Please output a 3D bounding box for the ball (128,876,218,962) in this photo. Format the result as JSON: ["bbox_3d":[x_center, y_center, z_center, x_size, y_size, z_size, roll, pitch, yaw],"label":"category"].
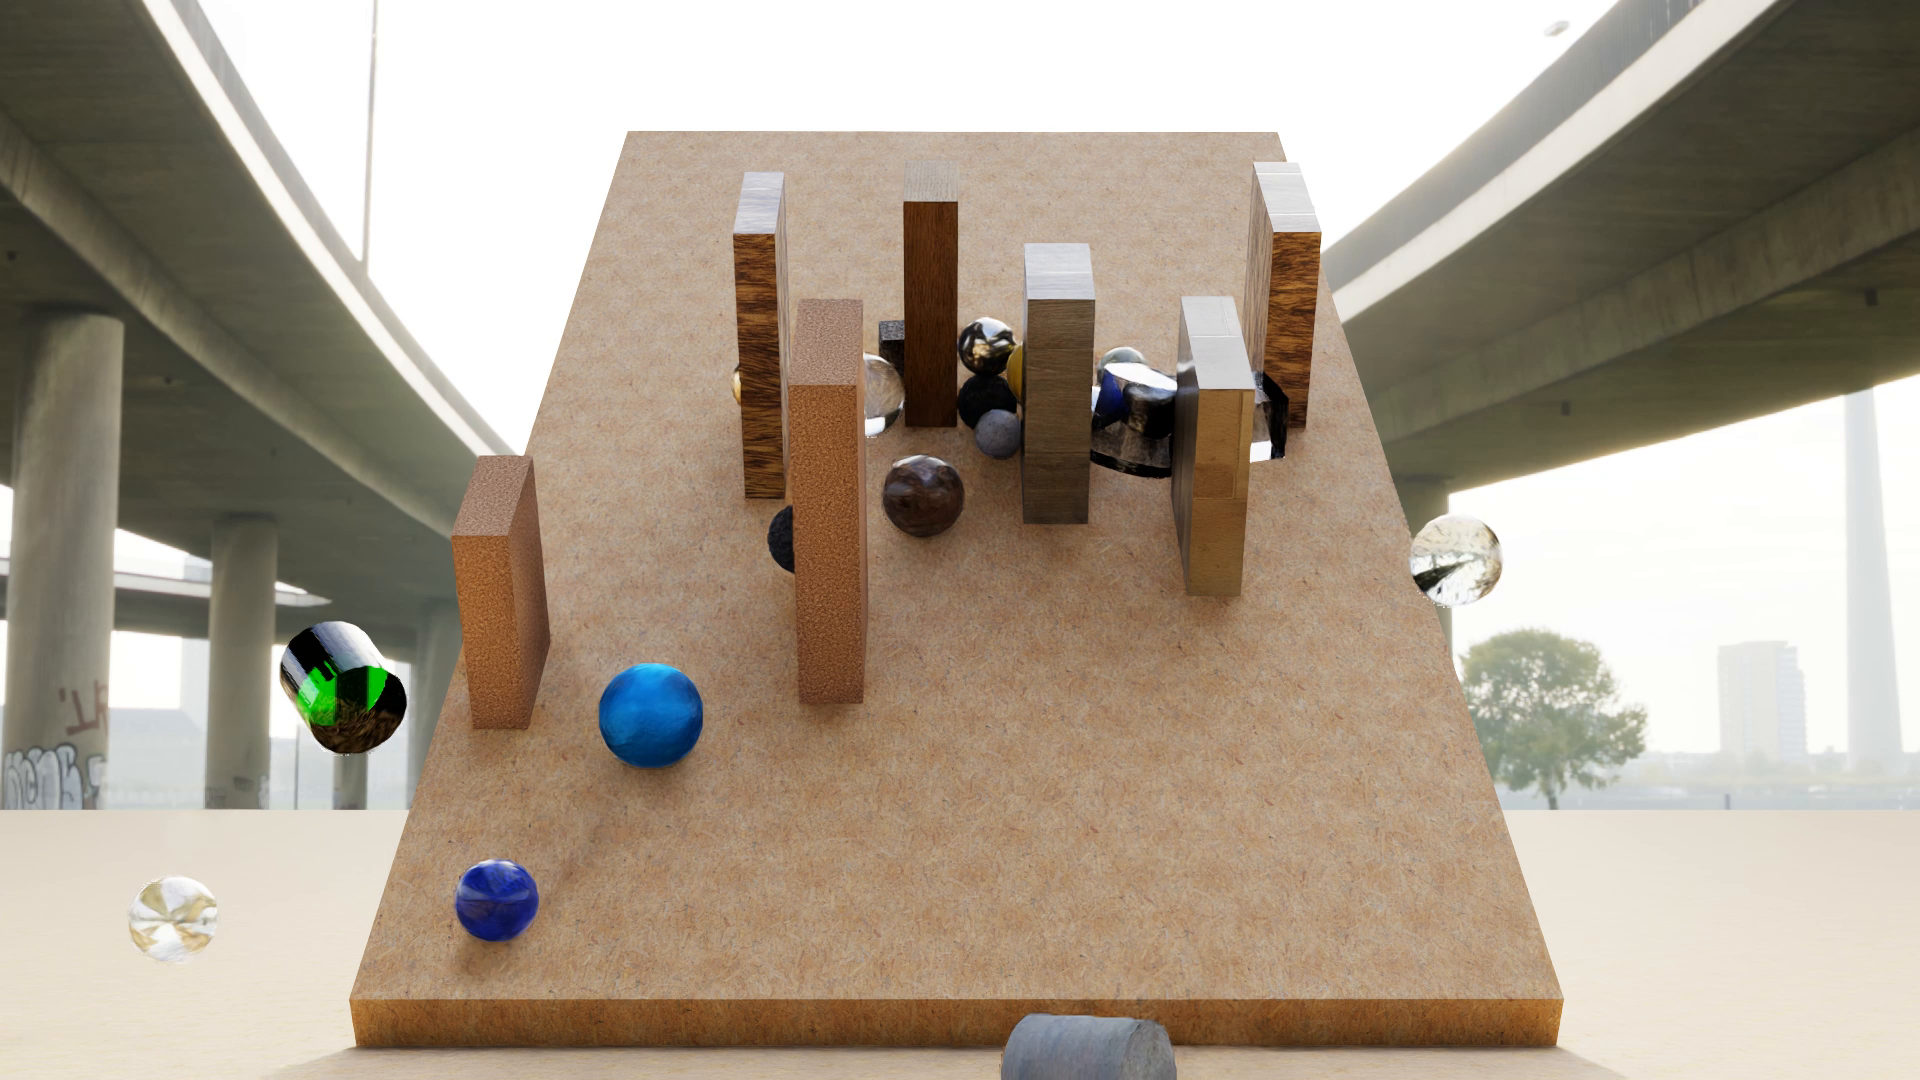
[{"bbox_3d":[-1.577,0.760,4.851,0.172,0.172,0.172,0,-6,0],"label":"ball"}]

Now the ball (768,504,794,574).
[{"bbox_3d":[-0.327,-0.003,5.055,0.150,0.150,0.150,0,-6,0],"label":"ball"}]

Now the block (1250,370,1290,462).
[{"bbox_3d":[0.659,-0.284,5.617,0.152,0.152,0.152,-8,31,-15],"label":"block"}]

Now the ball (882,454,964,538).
[{"bbox_3d":[-0.080,-0.096,5.263,0.181,0.181,0.181,0,-6,0],"label":"ball"}]

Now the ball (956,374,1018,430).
[{"bbox_3d":[0.064,-0.322,5.689,0.143,0.143,0.143,0,-6,0],"label":"ball"}]

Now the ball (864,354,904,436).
[{"bbox_3d":[-0.227,-0.339,5.666,0.194,0.194,0.194,0,-6,0],"label":"ball"}]

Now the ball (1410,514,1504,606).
[{"bbox_3d":[1.035,0.042,5.039,0.193,0.193,0.193,0,-6,0],"label":"ball"}]

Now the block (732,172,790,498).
[{"bbox_3d":[-0.438,-0.458,5.425,0.088,0.641,0.353,0,30,0],"label":"block"}]

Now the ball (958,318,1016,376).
[{"bbox_3d":[0.063,-0.448,5.627,0.137,0.137,0.137,0,-6,0],"label":"ball"}]

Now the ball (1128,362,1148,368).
[{"bbox_3d":[0.407,-0.342,5.716,0.153,0.153,0.153,0,-6,0],"label":"ball"}]

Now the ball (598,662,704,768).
[{"bbox_3d":[-0.577,0.328,4.516,0.197,0.197,0.197,0,-6,0],"label":"ball"}]

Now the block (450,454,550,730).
[{"bbox_3d":[-0.882,0.099,4.674,0.104,0.431,0.312,0,30,0],"label":"block"}]

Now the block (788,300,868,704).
[{"bbox_3d":[-0.251,-0.074,4.713,0.124,0.695,0.372,0,30,0],"label":"block"}]

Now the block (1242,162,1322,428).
[{"bbox_3d":[0.765,-0.591,5.798,0.110,0.502,0.430,0,30,0],"label":"block"}]

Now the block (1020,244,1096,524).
[{"bbox_3d":[0.211,-0.344,5.329,0.142,0.544,0.294,0,30,0],"label":"block"}]

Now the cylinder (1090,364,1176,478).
[{"bbox_3d":[0.404,-0.269,5.455,0.207,0.207,0.207,12,15,-3],"label":"cylinder"}]

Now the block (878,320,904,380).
[{"bbox_3d":[-0.141,-0.470,5.976,0.109,0.109,0.109,-4,30,-6],"label":"block"}]

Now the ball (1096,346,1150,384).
[{"bbox_3d":[0.395,-0.402,5.843,0.129,0.129,0.129,0,-6,0],"label":"ball"}]

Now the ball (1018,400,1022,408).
[{"bbox_3d":[0.214,-0.369,5.737,0.176,0.176,0.176,0,-6,0],"label":"ball"}]

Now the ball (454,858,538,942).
[{"bbox_3d":[-0.783,0.609,4.088,0.140,0.140,0.140,0,-6,0],"label":"ball"}]

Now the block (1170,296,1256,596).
[{"bbox_3d":[0.533,-0.204,5.148,0.112,0.486,0.445,0,30,0],"label":"block"}]

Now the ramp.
[{"bbox_3d":[-0.013,-0.208,5.734,2.000,0.100,4.000,0,30,0],"label":"ramp"}]

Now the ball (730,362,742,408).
[{"bbox_3d":[-0.473,-0.371,5.765,0.148,0.148,0.148,0,-6,0],"label":"ball"}]

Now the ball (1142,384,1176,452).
[{"bbox_3d":[0.500,-0.281,5.608,0.157,0.157,0.157,0,-6,0],"label":"ball"}]

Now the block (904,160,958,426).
[{"bbox_3d":[-0.068,-0.579,5.704,0.124,0.573,0.254,0,30,0],"label":"block"}]

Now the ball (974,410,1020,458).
[{"bbox_3d":[0.089,-0.246,5.587,0.113,0.113,0.113,0,-6,0],"label":"ball"}]

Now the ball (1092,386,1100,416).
[{"bbox_3d":[0.312,-0.281,5.615,0.149,0.149,0.149,0,-6,0],"label":"ball"}]

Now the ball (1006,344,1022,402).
[{"bbox_3d":[0.188,-0.386,5.570,0.164,0.164,0.164,0,-6,0],"label":"ball"}]

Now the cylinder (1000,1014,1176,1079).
[{"bbox_3d":[0.151,0.633,2.820,0.153,0.153,0.153,-4,-7,30],"label":"cylinder"}]

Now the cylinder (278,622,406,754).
[{"bbox_3d":[-1.211,0.289,4.743,0.193,0.193,0.193,5,22,-37],"label":"cylinder"}]
